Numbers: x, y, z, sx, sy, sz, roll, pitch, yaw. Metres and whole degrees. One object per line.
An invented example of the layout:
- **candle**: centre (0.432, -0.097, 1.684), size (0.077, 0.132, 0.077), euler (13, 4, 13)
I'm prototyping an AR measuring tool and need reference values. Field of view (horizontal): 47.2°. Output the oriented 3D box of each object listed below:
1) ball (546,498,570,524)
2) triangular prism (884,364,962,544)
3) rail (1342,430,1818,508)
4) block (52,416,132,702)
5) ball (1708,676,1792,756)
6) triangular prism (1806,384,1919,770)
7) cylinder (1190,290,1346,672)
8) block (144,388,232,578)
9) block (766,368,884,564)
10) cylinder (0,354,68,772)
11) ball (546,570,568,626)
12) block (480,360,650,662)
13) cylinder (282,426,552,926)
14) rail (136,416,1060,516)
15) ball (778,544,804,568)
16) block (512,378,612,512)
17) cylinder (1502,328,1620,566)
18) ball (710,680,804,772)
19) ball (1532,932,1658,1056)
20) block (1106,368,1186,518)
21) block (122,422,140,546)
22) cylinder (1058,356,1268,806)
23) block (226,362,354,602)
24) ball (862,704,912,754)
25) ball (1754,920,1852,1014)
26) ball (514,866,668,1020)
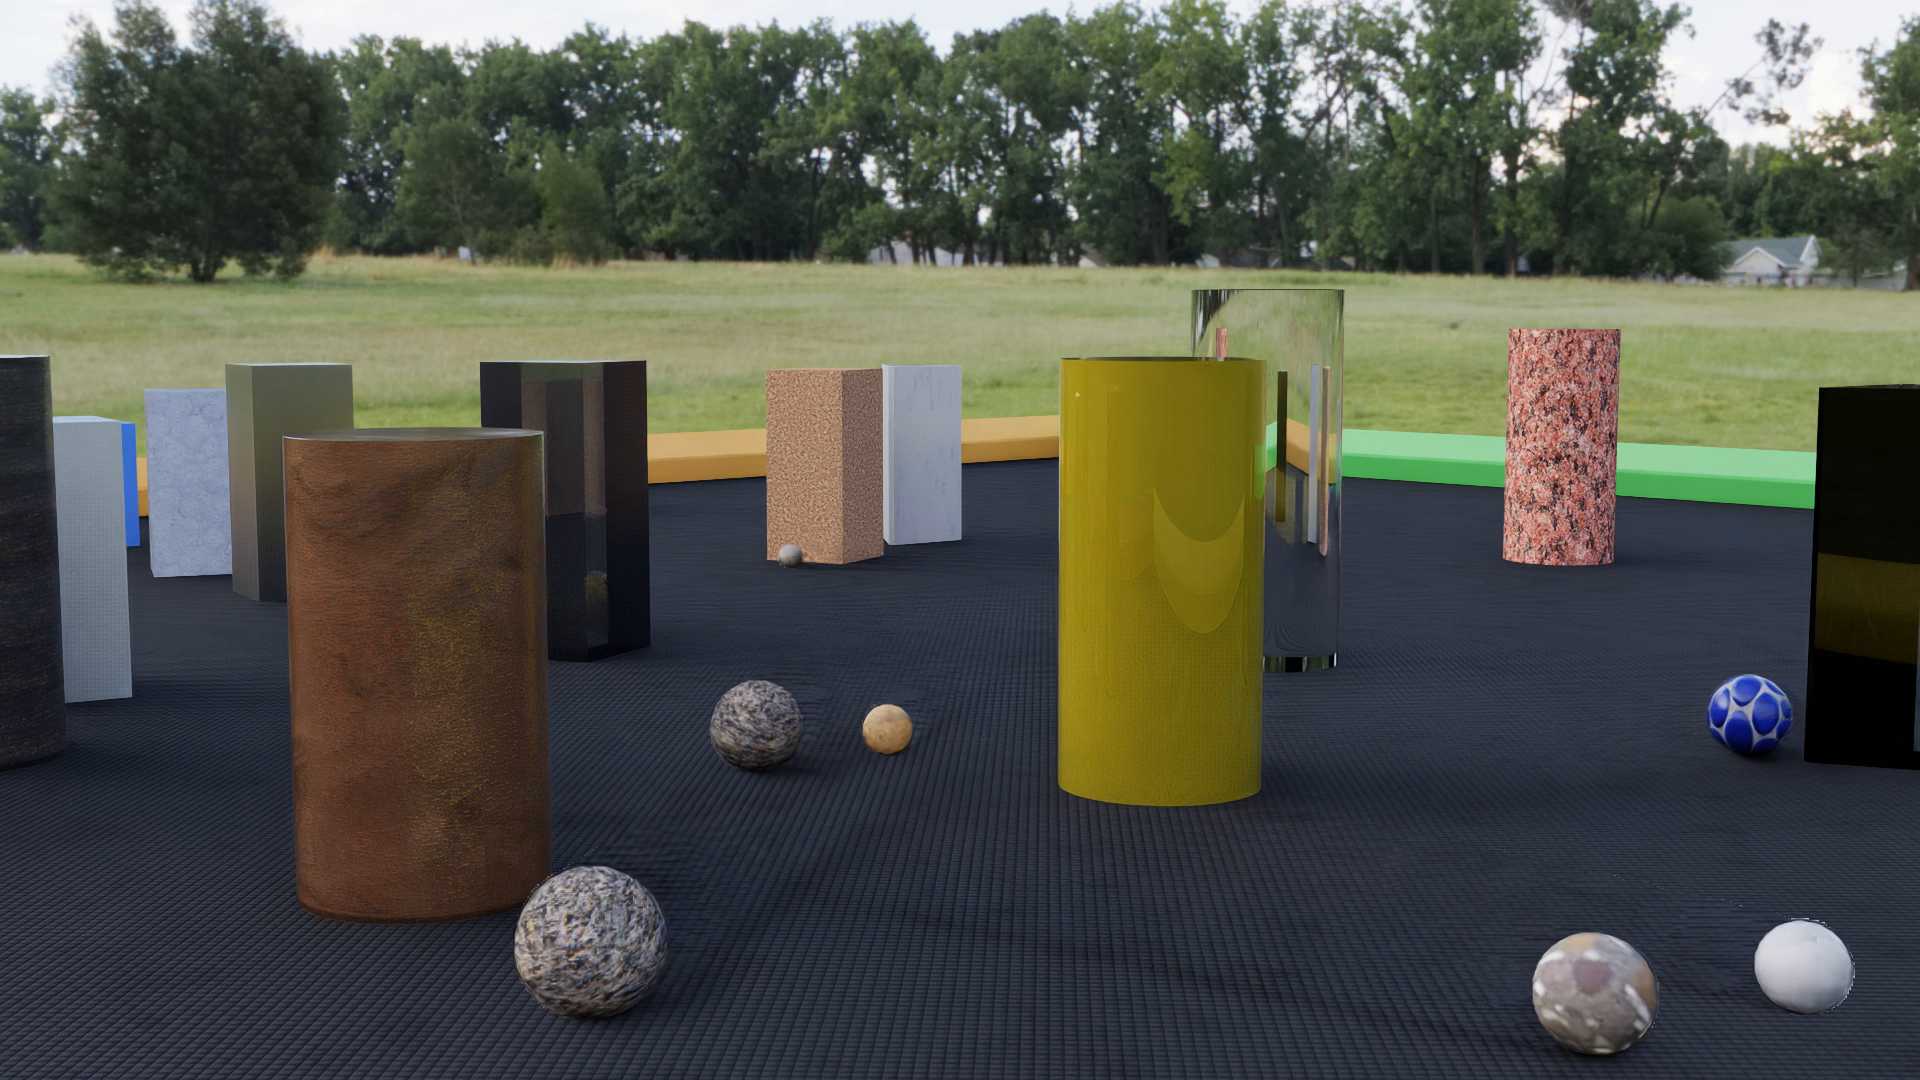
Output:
- **ball**: centre (-0.834, -0.059, 4.542), size (0.055, 0.055, 0.055), euler (0, 6, 0)
- **triangular prism**: centre (-0.106, -0.169, 4.236), size (0.165, 0.336, 0.143), euler (-4, 8, -37)
- **rail**: centre (1.790, -0.141, 4.975), size (0.045, 0.124, 4.426), euler (-6, 8, -42)
- **block**: centre (-1.057, 0.020, 2.534), size (0.153, 0.317, 0.153), euler (-4, 7, -32)
- **ball**: centre (0.789, 0.175, 2.196), size (0.080, 0.080, 0.080), euler (0, 6, 0)
- **triangular prism**: centre (0.936, 0.032, 2.184), size (0.165, 0.368, 0.143), euler (2, 6, 21)
- **cylinder**: centre (0.383, -0.079, 2.764), size (0.191, 0.467, 0.191), euler (0, 6, 0)
- **block**: centre (-1.296, -0.101, 3.735), size (0.153, 0.307, 0.153), euler (-2, 6, -22)
- **block**: centre (-0.240, -0.136, 3.921), size (0.153, 0.337, 0.153), euler (3, 7, 25)
- **cylinder**: centre (-0.991, 0.019, 2.166), size (0.191, 0.397, 0.191), euler (0, 6, 0)
- **ball**: centre (-0.590, 0.081, 3.062), size (0.086, 0.086, 0.086), euler (0, 6, 0)
- **block**: centre (-0.509, -0.043, 2.850), size (0.153, 0.377, 0.153), euler (3, 7, 23)
- **cylinder**: centre (-0.409, 0.095, 1.668), size (0.191, 0.351, 0.191), euler (0, 6, 0)
- **rail**: centre (-1.485, -0.136, 4.932), size (4.918, 0.124, 0.045), euler (-6, 8, -42)
- **ball**: centre (-0.290, 0.028, 3.773), size (0.042, 0.042, 0.042), euler (0, 6, 0)
- **block**: centre (-0.883, -0.212, 4.880), size (0.153, 0.288, 0.153), euler (4, 7, 33)
- **cylinder**: centre (1.065, -0.169, 3.894), size (0.191, 0.408, 0.191), euler (0, 6, 0)
- **ball**: centre (-0.195, 0.179, 2.117), size (0.089, 0.089, 0.089), euler (0, 6, 0)
- **ball**: centre (0.380, 0.272, 1.317), size (0.072, 0.072, 0.072), euler (0, 6, 0)
- **block**: centre (0.401, -0.211, 4.746), size (0.153, 0.314, 0.153), euler (0, 6, -1)
- **block**: centre (-1.649, -0.106, 4.142), size (0.153, 0.230, 0.153), euler (-4, 7, -35)
- **cylinder**: centre (0.187, 0.031, 2.046), size (0.191, 0.398, 0.191), euler (0, 6, 0)
- **block**: centre (-1.042, -0.095, 3.430), size (0.153, 0.358, 0.153), euler (-4, 7, -33)
- **ball**: centre (-0.073, 0.189, 2.203), size (0.050, 0.050, 0.050), euler (0, 6, 0)
- **ball**: centre (0.534, 0.271, 1.394), size (0.058, 0.058, 0.058), euler (0, 6, 0)
- **ball**: centre (-0.232, 0.253, 1.383), size (0.095, 0.095, 0.095), euler (0, 6, 0)
